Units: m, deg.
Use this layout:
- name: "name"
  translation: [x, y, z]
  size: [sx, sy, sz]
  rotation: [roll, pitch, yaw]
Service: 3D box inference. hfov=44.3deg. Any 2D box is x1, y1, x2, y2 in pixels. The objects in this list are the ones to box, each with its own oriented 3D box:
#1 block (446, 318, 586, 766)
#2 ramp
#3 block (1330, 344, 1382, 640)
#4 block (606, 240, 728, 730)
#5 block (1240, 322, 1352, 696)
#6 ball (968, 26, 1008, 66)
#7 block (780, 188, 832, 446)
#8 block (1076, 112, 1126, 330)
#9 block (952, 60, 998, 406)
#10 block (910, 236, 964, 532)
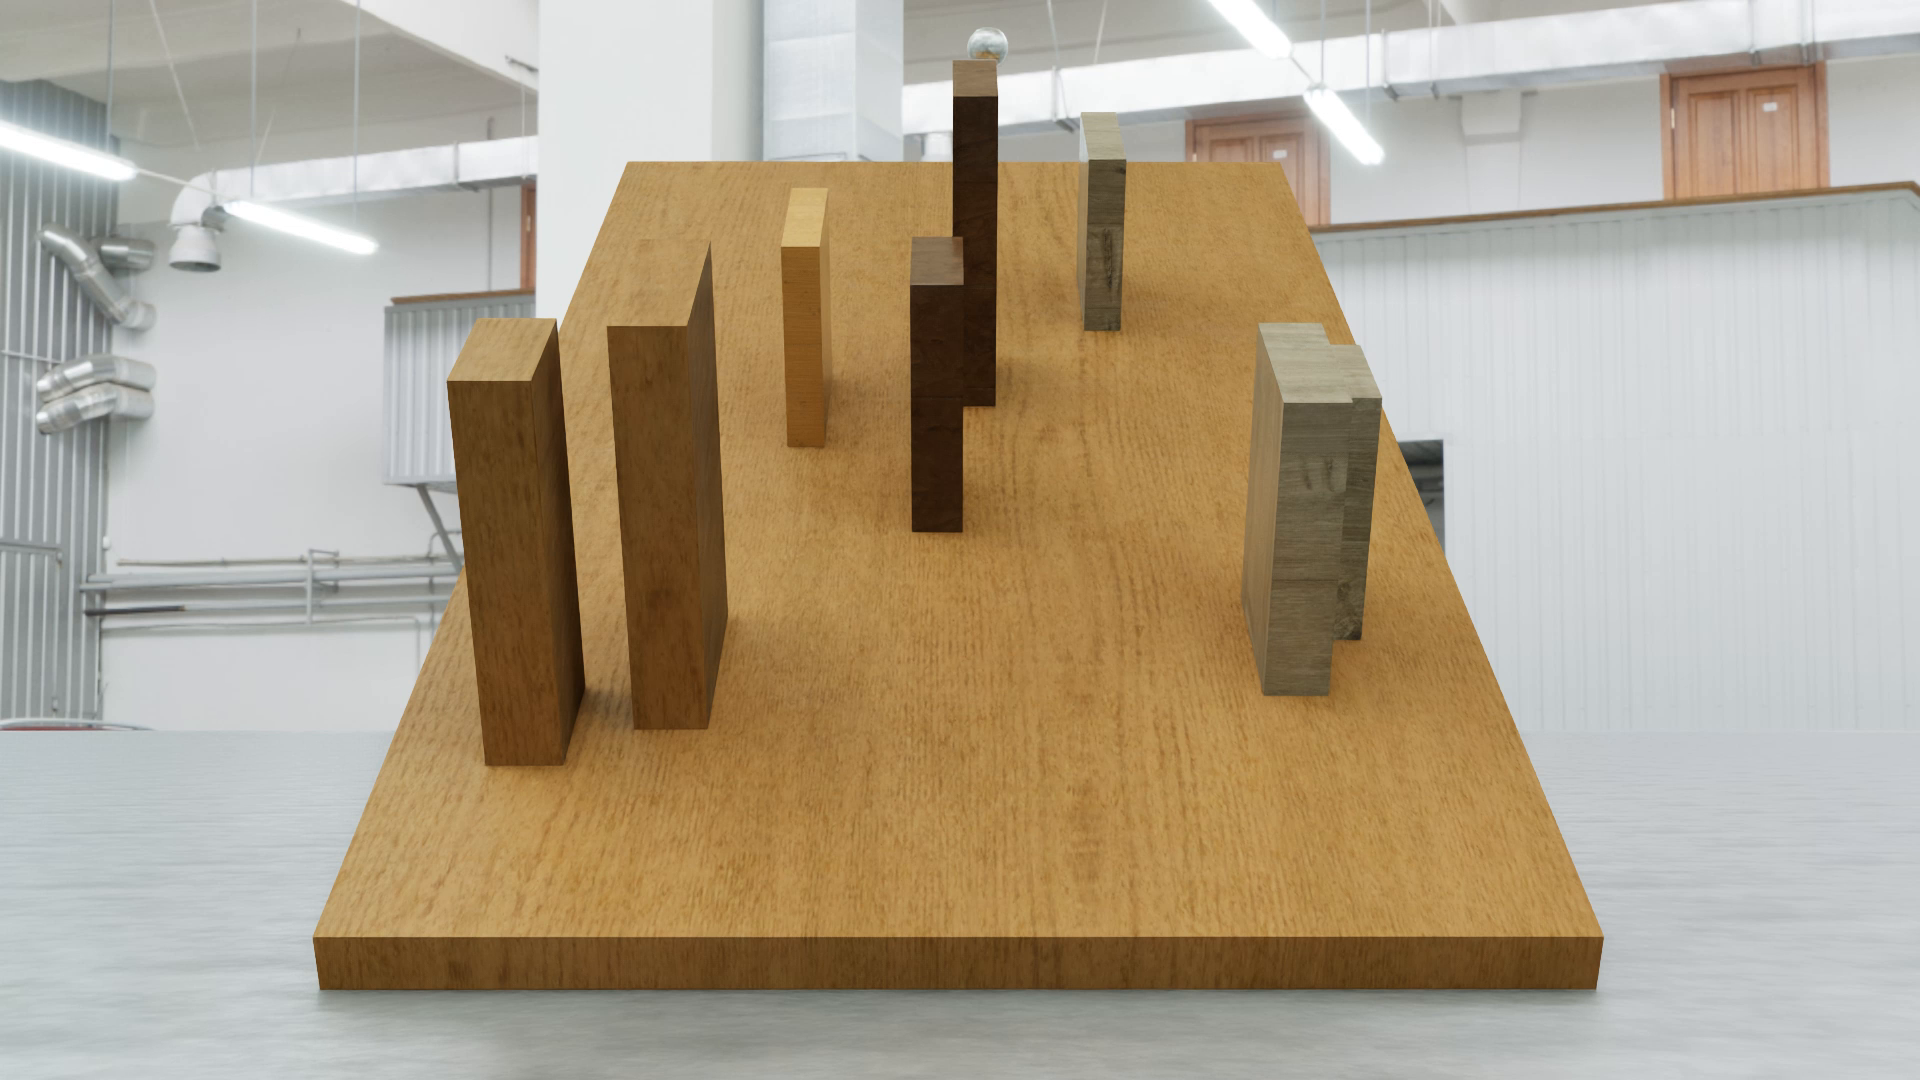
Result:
- name: "block"
  translation: [-0.756, 0.007, 4.065]
  size: [0.135, 0.722, 0.279]
  rotation: [0, 26, 0]
- name: "ramp"
  translation: [-0.010, -0.228, 5.470]
  size: [2.000, 0.100, 4.000]
  rotation: [0, 26, 0]
- name: "block"
  translation: [0.722, -0.092, 4.519]
  size: [0.089, 0.502, 0.261]
  rotation: [0, 26, 0]
- name: "block"
  translation: [-0.515, -0.102, 4.233]
  size: [0.132, 0.769, 0.431]
  rotation: [0, 26, 0]
- name: "block"
  translation: [0.616, -0.060, 4.365]
  size: [0.119, 0.582, 0.380]
  rotation: [0, 26, 0]
- name: "ball"
  translation: [0.085, -1.498, 7.184]
  size: [0.125, 0.125, 0.125]
  rotation: [0, -4, 0]
- name: "block"
  translation: [-0.347, -0.513, 5.395]
  size: [0.083, 0.475, 0.407]
  rotation: [0, 26, 0]
- name: "block"
  translation: [0.359, -0.821, 6.053]
  size: [0.092, 0.447, 0.415]
  rotation: [0, 26, 0]
- name: "block"
  translation: [0.033, -0.713, 5.503]
  size: [0.101, 0.741, 0.305]
  rotation: [0, 26, 0]
- name: "block"
  translation: [-0.047, -0.326, 4.939]
  size: [0.107, 0.547, 0.294]
  rotation: [0, 26, 0]
